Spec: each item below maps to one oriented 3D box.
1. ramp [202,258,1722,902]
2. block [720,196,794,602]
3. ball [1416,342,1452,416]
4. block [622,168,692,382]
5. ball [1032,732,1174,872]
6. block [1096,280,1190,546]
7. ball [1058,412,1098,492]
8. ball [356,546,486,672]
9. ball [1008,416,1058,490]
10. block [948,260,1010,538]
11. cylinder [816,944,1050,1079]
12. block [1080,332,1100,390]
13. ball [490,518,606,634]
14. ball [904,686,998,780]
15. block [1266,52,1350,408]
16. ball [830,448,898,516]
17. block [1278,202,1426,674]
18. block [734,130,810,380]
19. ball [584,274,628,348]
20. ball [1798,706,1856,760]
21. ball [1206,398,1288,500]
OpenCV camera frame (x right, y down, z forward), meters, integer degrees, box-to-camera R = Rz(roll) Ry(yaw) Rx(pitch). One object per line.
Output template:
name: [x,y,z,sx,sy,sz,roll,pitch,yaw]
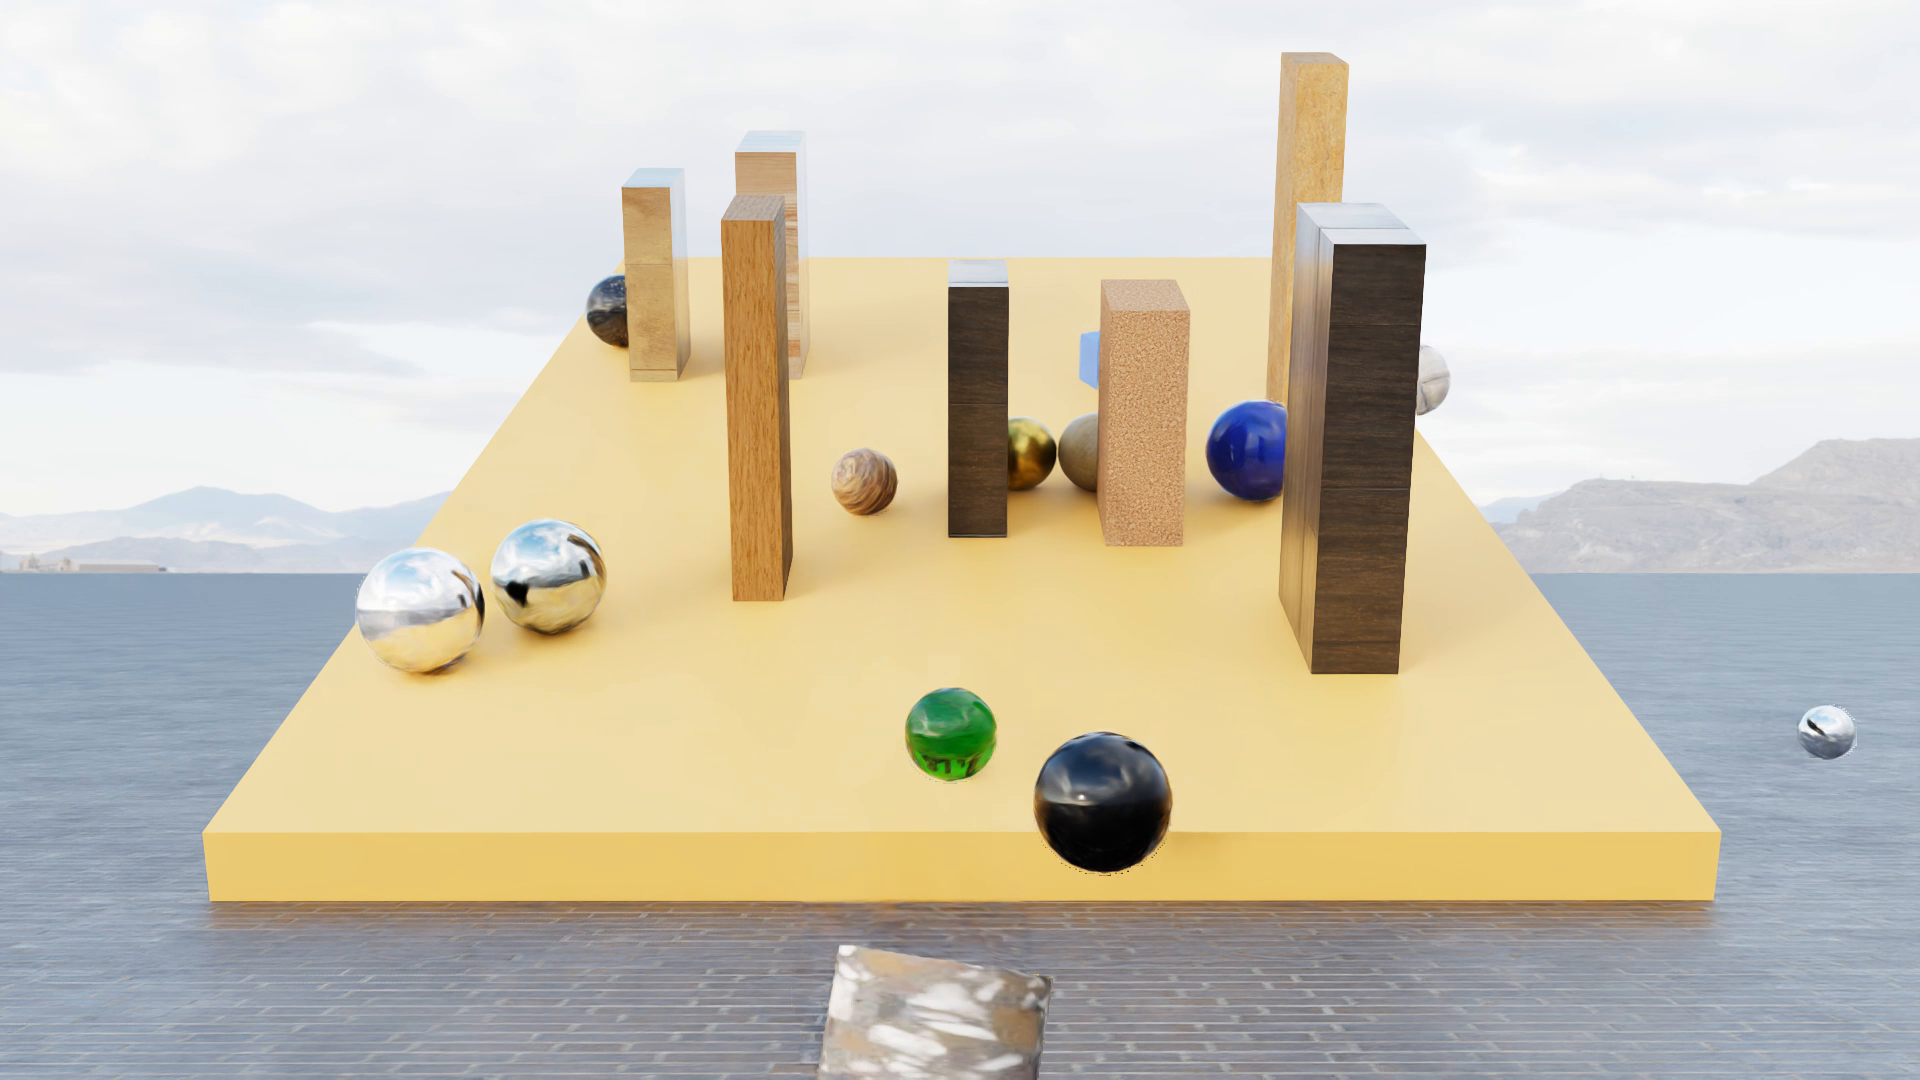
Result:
ramp: [-0.004,-0.187,4.862,2.000,0.100,4.000,0,18,0]
block: [-0.344,-0.243,3.822,0.086,0.651,0.248,0,18,0]
ball: [1.006,-0.356,4.963,0.164,0.164,0.164,0,-1,0]
block: [-0.721,-0.635,5.333,0.111,0.460,0.293,0,18,0]
ball: [0.181,0.332,2.835,0.178,0.178,0.178,0,-1,0]
block: [0.337,-0.240,4.158,0.141,0.439,0.281,0,18,0]
ball: [0.270,-0.174,4.409,0.157,0.157,0.157,0,-1,0]
ball: [-0.838,0.108,3.478,0.195,0.195,0.195,0,-1,0]
ball: [0.119,-0.173,4.422,0.146,0.146,0.146,0,-1,0]
block: [0.032,-0.268,4.188,0.109,0.471,0.255,0,18,0]
cylinder: [-0.020,0.334,1.408,0.137,0.137,0.137,9,-11,2]
block: [0.354,-0.422,5.243,0.112,0.112,0.112,-6,19,-18]
ball: [-0.670,0.058,3.643,0.187,0.187,0.187,0,-1,0]
ball: [-0.013,0.268,3.094,0.130,0.130,0.130,0,-1,0]
block: [0.744,-0.638,4.821,0.105,0.787,0.246,0,18,0]
ball: [-0.182,-0.111,4.261,0.128,0.128,0.128,0,-1,0]
block: [0.615,-0.169,3.556,0.136,0.676,0.365,0,18,0]
block: [-0.447,-0.691,5.382,0.141,0.536,0.366,0,18,0]
ball: [-0.845,-0.573,5.589,0.184,0.184,0.184,0,-1,0]
ball: [1.999,0.444,5.160,0.124,0.124,0.124,0,-1,0]
ball: [0.576,-0.175,4.347,0.199,0.199,0.199,0,-1,0]
